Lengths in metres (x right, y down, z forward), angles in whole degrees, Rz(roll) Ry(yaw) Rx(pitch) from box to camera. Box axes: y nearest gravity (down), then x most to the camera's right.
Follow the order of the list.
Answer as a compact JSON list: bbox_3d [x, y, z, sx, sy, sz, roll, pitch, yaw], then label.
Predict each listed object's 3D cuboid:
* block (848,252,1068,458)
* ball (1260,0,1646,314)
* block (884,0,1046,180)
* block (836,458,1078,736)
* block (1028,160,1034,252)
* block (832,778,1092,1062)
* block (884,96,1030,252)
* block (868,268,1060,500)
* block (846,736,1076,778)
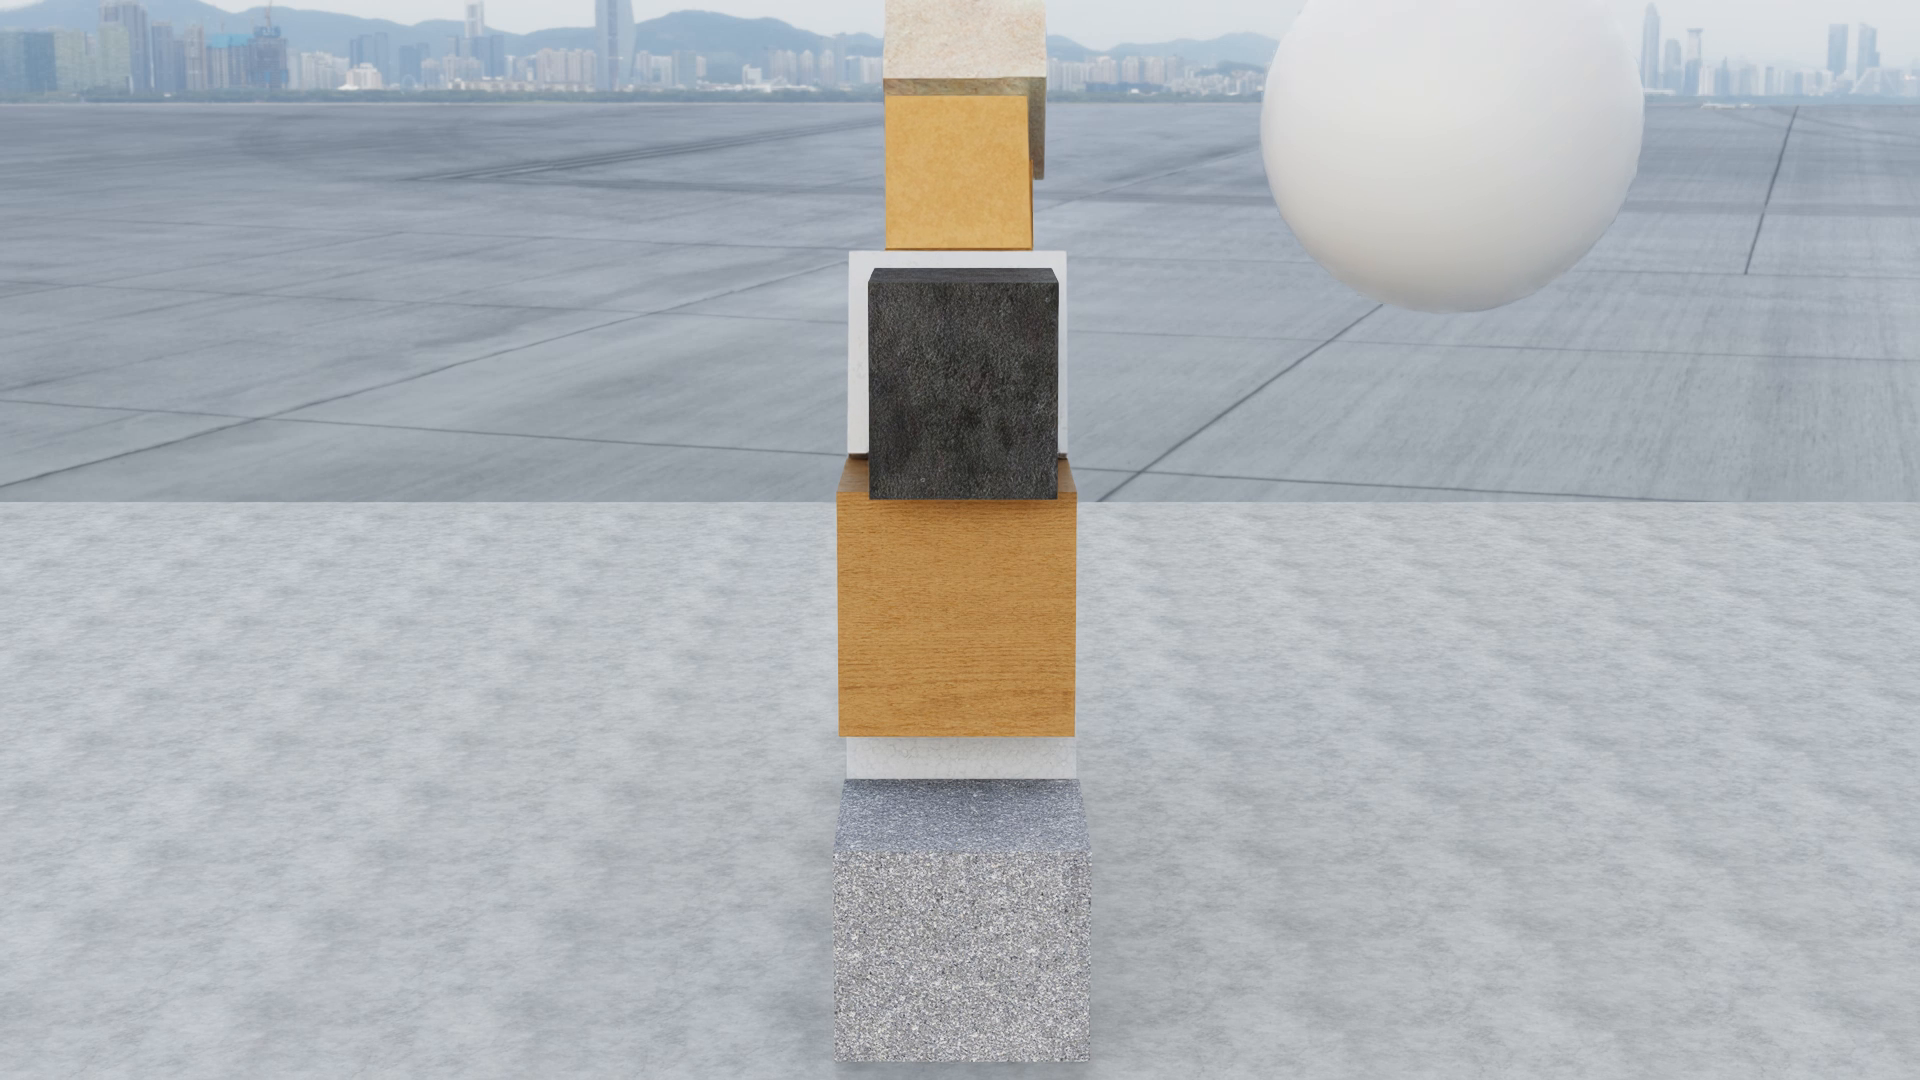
[{"bbox_3d":[-0.010,-0.689,10.875,0.888,0.843,0.917,0,-10,0],"label":"block"},{"bbox_3d":[2.074,-1.757,10.861,1.600,1.600,1.600,0,10,0],"label":"ball"},{"bbox_3d":[0.027,-2.156,11.978,0.732,0.629,0.714,0,-32,1],"label":"block"},{"bbox_3d":[-0.012,0.207,10.102,0.899,0.943,0.871,0,10,0],"label":"block"},{"bbox_3d":[-0.005,-1.415,12.073,0.677,0.578,0.649,0,-9,0],"label":"block"},{"bbox_3d":[0.008,1.406,9.637,0.919,0.785,0.954,0,10,0],"label":"block"},{"bbox_3d":[-0.017,-1.471,11.259,0.614,0.728,0.634,0,-20,-1],"label":"block"},{"bbox_3d":[0.012,-0.605,9.715,0.692,0.795,0.736,0,10,0],"label":"block"},{"bbox_3d":[0.005,1.124,10.538,0.896,1.018,0.900,0,10,0],"label":"block"}]
